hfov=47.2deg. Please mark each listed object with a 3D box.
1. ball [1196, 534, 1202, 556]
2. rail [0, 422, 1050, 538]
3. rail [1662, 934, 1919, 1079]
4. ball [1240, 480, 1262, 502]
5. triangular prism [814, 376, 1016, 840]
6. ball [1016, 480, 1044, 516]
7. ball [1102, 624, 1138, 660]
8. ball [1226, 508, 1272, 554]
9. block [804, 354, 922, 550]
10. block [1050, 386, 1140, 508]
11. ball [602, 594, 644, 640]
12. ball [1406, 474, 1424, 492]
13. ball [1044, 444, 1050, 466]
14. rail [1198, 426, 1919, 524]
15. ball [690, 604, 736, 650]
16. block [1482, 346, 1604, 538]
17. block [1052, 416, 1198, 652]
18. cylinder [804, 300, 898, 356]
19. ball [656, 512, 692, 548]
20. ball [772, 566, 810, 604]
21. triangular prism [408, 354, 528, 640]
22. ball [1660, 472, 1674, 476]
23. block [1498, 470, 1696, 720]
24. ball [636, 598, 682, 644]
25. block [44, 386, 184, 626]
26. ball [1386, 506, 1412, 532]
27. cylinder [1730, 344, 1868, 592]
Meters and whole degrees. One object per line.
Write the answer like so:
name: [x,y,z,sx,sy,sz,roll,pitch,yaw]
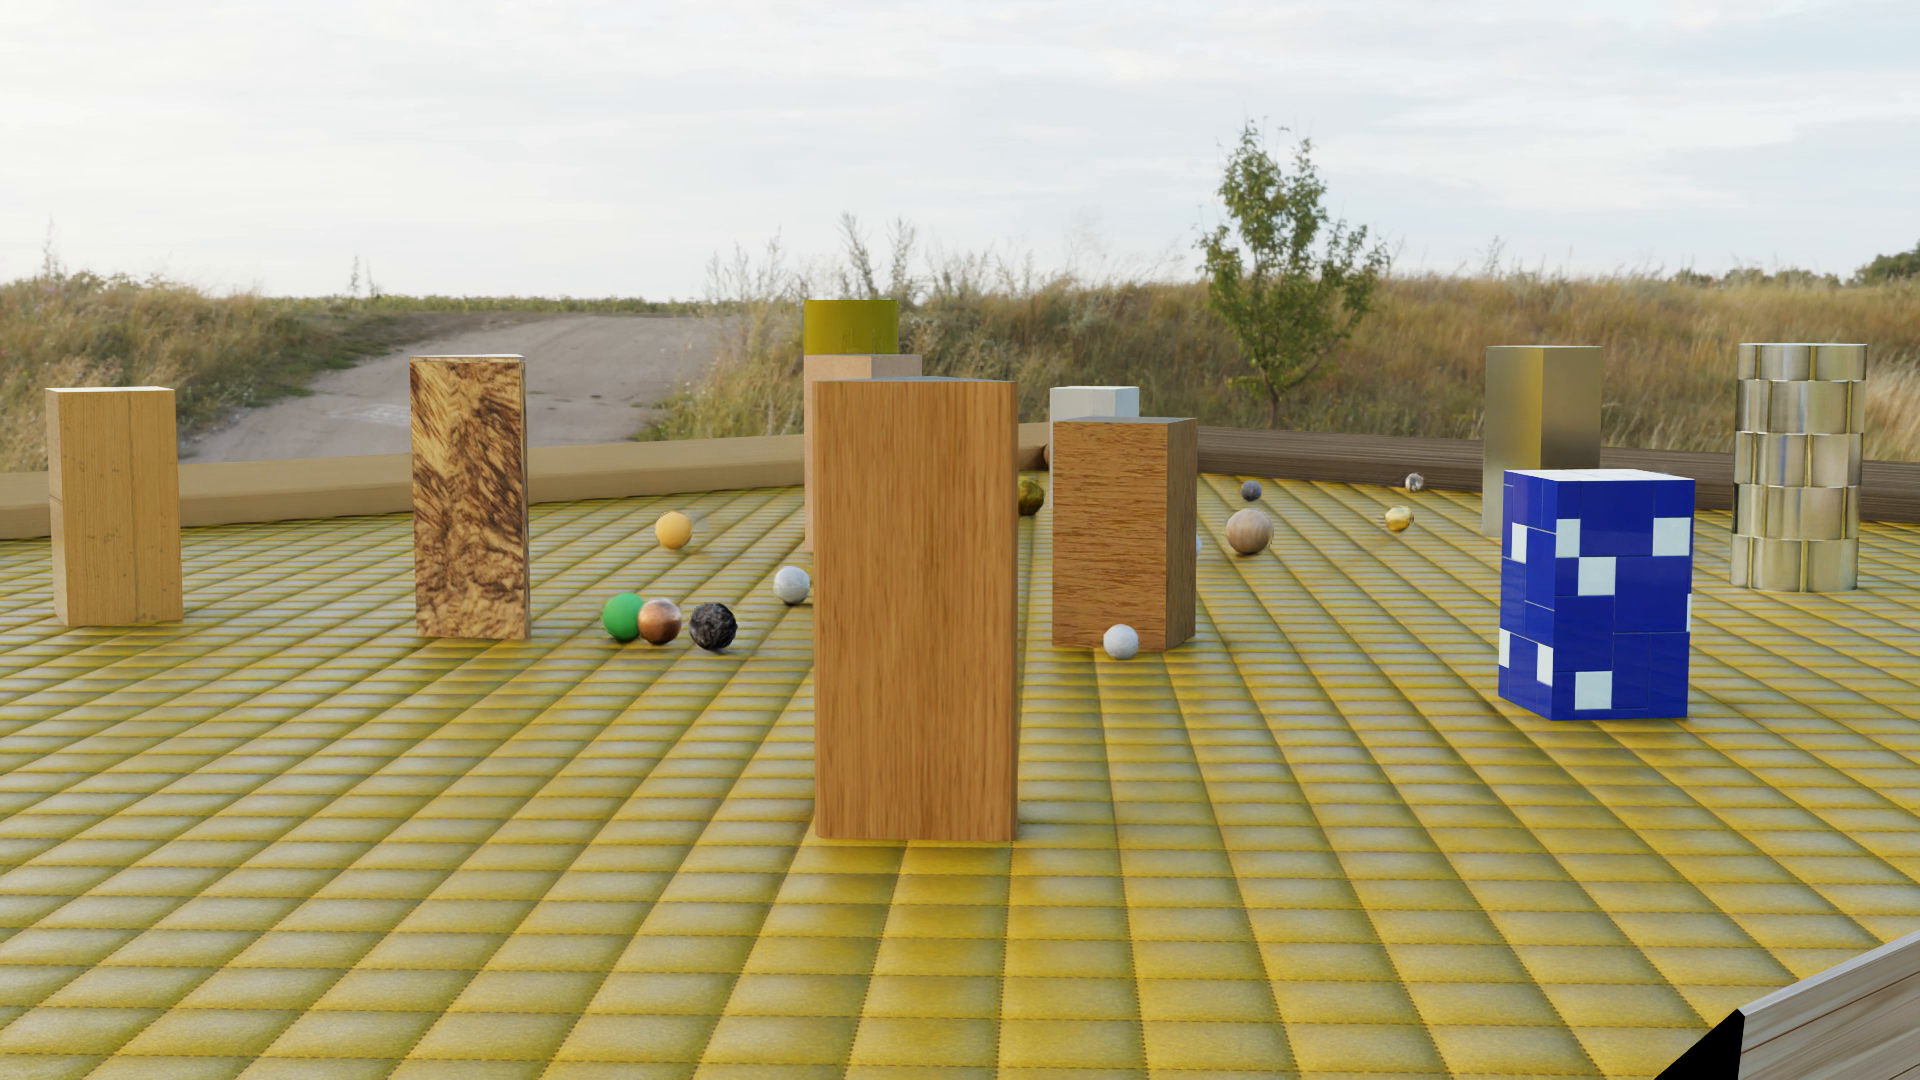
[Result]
ball: [0.396,0.010,3.882,0.059,0.059,0.059,0,6,0]
rail: [-1.314,-0.116,4.748,4.628,0.126,0.045,-5,8,-42]
rail: [1.314,0.181,1.916,4.628,0.126,0.045,-5,8,-42]
ball: [0.678,-0.114,5.117,0.048,0.048,0.048,0,6,0]
triangular prism: [-0.032,0.053,1.909,0.168,0.385,0.146,0,6,4]
ball: [0.142,-0.091,4.750,0.079,0.079,0.079,0,6,0]
ball: [0.205,0.130,2.804,0.046,0.046,0.046,0,6,0]
ball: [0.526,-0.015,4.010,0.083,0.083,0.083,0,6,0]
block: [-0.179,-0.162,4.079,0.156,0.361,0.156,4,7,35]
block: [0.304,-0.209,4.965,0.156,0.269,0.156,3,7,24]
ball: [-0.451,0.104,2.969,0.062,0.062,0.062,0,6,0]
ball: [1.110,-0.139,5.370,0.045,0.045,0.045,0,6,0]
ball: [0.273,-0.236,6.124,0.081,0.081,0.081,0,6,0]
rail: [1.683,-0.129,4.877,0.045,0.126,3.921,-5,8,-42]
ball: [-0.323,0.114,2.878,0.062,0.062,0.062,0,6,0]
block: [1.134,-0.190,4.287,0.156,0.373,0.156,-3,7,-29]
block: [0.223,-0.013,2.956,0.156,0.298,0.156,2,6,20]
cylinder: [-0.222,-0.259,4.504,0.194,0.464,0.194,0,6,0]
ball: [-0.533,-0.017,4.101,0.068,0.068,0.068,0,6,0]
ball: [-0.255,0.069,3.330,0.057,0.057,0.057,0,6,0]
triangular prism: [-0.648,-0.065,3.050,0.168,0.381,0.146,2,6,14]
ball: [1.541,-0.103,4.818,0.089,0.089,0.089,0,6,0]
block: [0.709,0.057,2.461,0.156,0.261,0.156,-1,6,-7]
ball: [-0.400,0.109,2.930,0.061,0.061,0.061,0,6,0]
block: [-1.225,-0.053,3.182,0.156,0.330,0.156,-3,7,-29]
ball: [0.878,-0.041,4.409,0.051,0.051,0.051,0,6,0]
cylinder: [1.349,-0.120,3.543,0.194,0.389,0.194,0,6,0]
